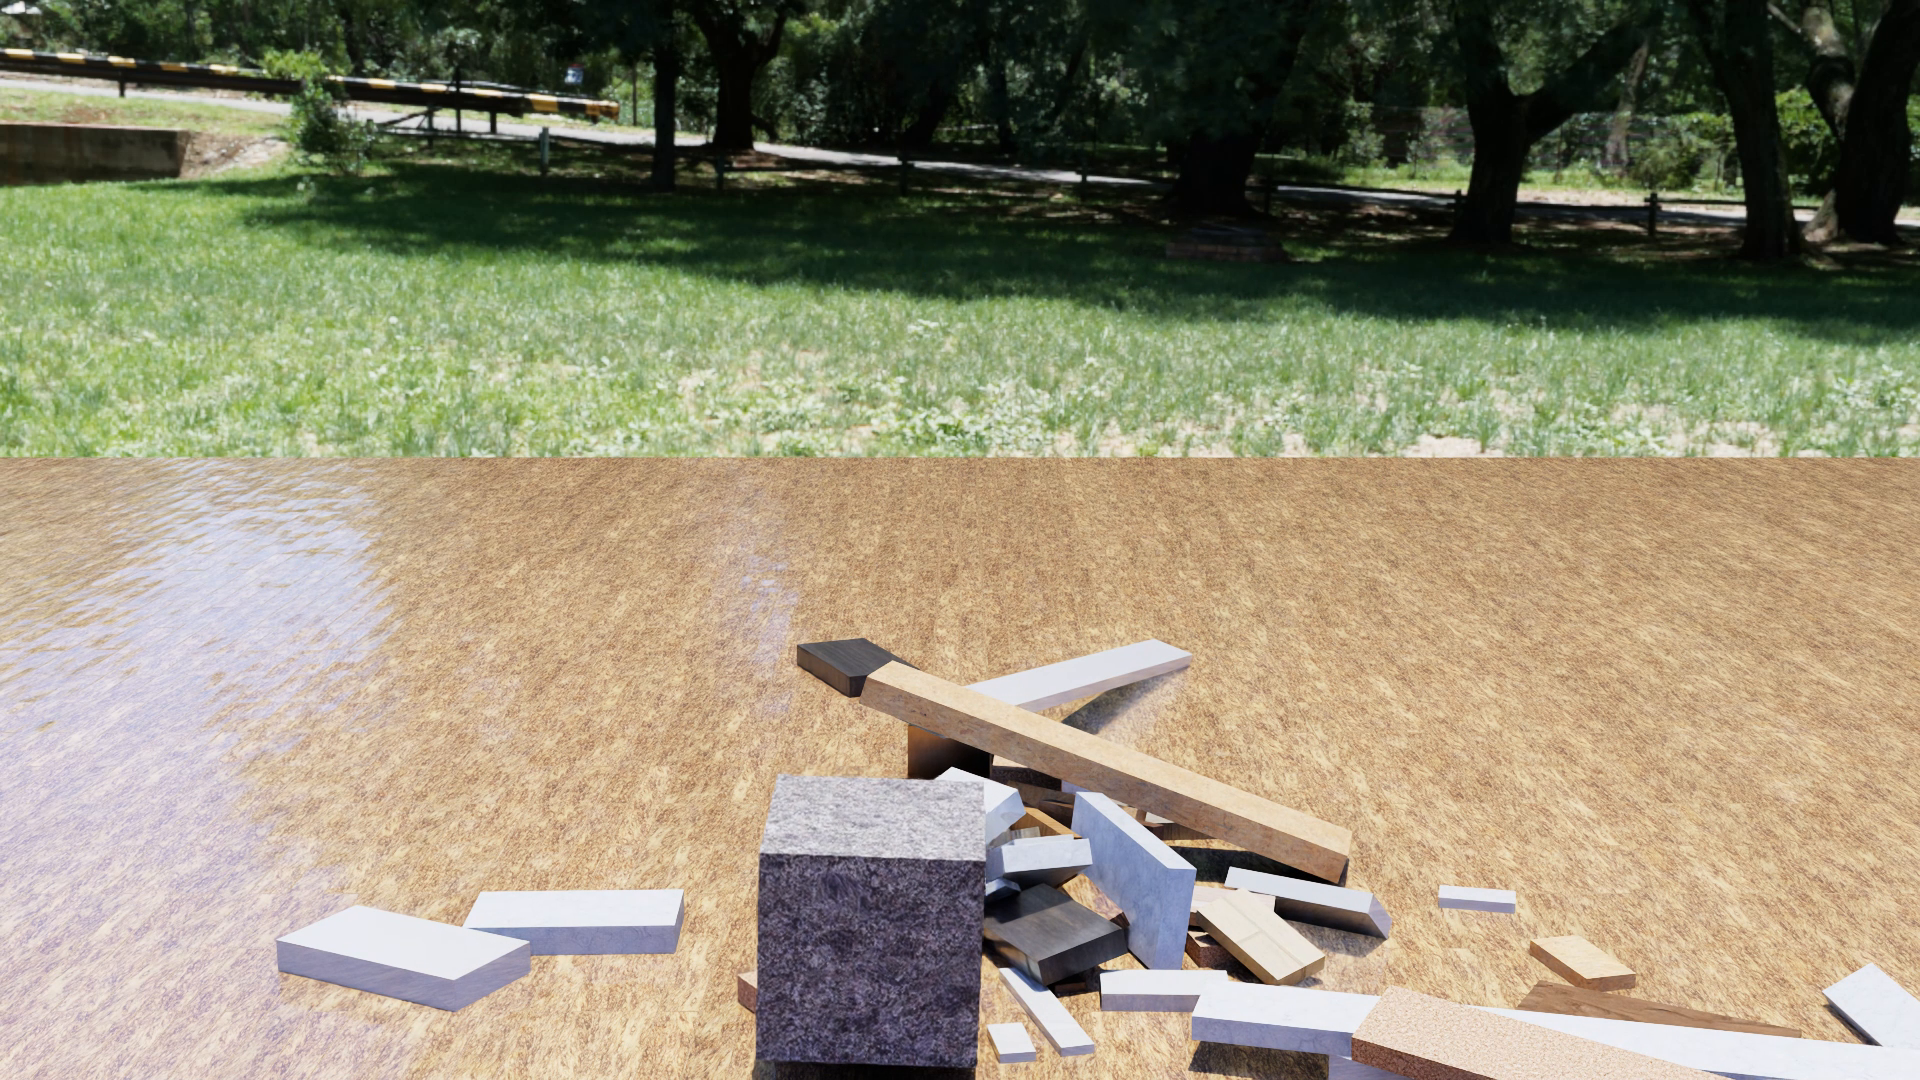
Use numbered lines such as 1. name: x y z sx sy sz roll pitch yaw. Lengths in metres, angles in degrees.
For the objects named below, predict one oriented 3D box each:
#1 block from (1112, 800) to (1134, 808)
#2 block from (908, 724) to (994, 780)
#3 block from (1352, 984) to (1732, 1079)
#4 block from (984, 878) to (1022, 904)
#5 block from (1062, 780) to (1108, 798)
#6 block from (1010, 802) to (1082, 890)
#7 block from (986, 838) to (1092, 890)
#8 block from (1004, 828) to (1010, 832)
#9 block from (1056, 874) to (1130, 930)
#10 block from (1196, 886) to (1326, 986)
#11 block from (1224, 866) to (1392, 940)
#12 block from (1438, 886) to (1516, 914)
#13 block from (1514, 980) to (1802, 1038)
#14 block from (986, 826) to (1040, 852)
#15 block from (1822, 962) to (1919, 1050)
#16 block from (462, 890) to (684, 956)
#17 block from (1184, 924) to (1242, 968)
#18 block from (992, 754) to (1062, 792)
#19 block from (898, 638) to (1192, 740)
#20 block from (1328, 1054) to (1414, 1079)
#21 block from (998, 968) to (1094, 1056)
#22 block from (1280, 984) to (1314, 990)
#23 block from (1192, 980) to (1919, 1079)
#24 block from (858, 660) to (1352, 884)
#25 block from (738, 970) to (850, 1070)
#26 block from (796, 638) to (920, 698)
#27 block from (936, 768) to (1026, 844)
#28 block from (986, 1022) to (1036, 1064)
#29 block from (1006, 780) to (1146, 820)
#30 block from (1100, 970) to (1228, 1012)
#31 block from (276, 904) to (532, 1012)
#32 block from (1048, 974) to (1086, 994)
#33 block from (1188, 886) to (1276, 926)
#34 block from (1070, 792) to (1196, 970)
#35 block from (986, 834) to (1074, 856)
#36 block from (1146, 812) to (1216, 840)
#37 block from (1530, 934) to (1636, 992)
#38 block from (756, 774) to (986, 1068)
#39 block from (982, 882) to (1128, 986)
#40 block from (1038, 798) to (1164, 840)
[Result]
1. block: 0.259 0.499 3.969 0.122 0.017 0.061 -26 12 -10
2. block: -0.009 0.413 4.197 0.156 0.156 0.156 2 11 9
3. block: 1.008 0.721 2.609 1.109 0.037 0.130 10 27 31
4. block: 0.058 0.555 3.465 0.052 0.015 0.104 -28 -20 8
5. block: 0.276 0.457 4.303 0.103 0.029 0.206 5 12 25
6. block: 0.137 0.524 3.723 0.030 0.107 0.214 4 8 -25
7. block: 0.101 0.531 3.527 0.142 0.040 0.283 -3 -17 -16
8. block: 0.003 0.510 3.846 0.090 0.026 0.181 -5 -9 -30
9. block: 0.191 0.592 3.478 0.094 0.027 0.187 -30 17 -9
10. block: 0.453 0.603 3.325 0.094 0.027 0.187 -20 37 -29
11. block: 0.551 0.575 3.483 0.241 0.033 0.116 6 -26 31
12. block: 0.850 0.591 3.617 0.122 0.017 0.061 3 11 14
13. block: 0.943 0.688 3.002 0.358 0.051 0.179 6 12 30
14. block: 0.042 0.520 3.761 0.107 0.030 0.214 -5 -9 -26
15. block: 1.302 0.672 3.057 0.082 0.023 0.291 -32 10 3
16. block: -0.606 0.603 3.472 0.326 0.046 0.163 0 11 -2
17. block: 0.399 0.611 3.466 0.118 0.033 0.236 -2 11 -12
18. block: 0.124 0.463 4.014 0.125 0.125 0.125 1 11 3
19. block: 0.219 0.295 4.579 0.103 0.029 1.460 22 10 21
20. block: 0.660 0.712 2.891 0.310 0.044 0.155 9 14 39
21. block: 0.122 0.676 3.168 0.048 0.014 0.301 -3 11 -15
22. block: 0.477 0.673 3.181 0.054 0.015 0.107 4 11 21
23. block: 1.053 0.679 2.819 1.506 0.035 0.123 3 13 16
24. block: 0.254 0.397 3.834 0.872 0.051 0.179 20 10 10
25. block: -0.189 0.669 3.132 0.142 0.040 0.284 -7 12 -32
26. block: -0.240 0.295 5.123 0.172 0.049 0.347 -5 11 -24
27. block: -0.074 0.507 3.631 0.345 0.049 0.172 -34 28 -31
28. block: 0.071 0.698 3.051 0.050 0.014 0.101 -2 11 -9
29. block: 0.188 0.501 3.815 0.274 0.118 0.033 8 -9 37
30. block: 0.300 0.660 3.220 0.187 0.027 0.094 0 11 2
31. block: -0.841 0.629 3.325 0.345 0.049 0.172 5 12 27
32. block: 0.149 0.653 3.292 0.048 0.014 0.096 -3 11 -16
33. block: 0.406 0.575 3.431 0.165 0.023 0.082 6 22 9
34. block: 0.264 0.537 3.496 0.046 0.163 0.405 5 9 -18
35. block: 0.094 0.528 3.643 0.107 0.030 0.214 -1 -18 -26
36. block: 0.390 0.512 4.001 0.231 0.033 0.116 -1 11 -5
37. block: 0.941 0.641 3.329 0.082 0.023 0.165 -3 11 -15
38. block: -0.118 0.517 3.022 0.294 0.294 0.294 2 14 0
39. block: 0.128 0.600 3.364 0.142 0.040 0.283 -18 12 -20
40. block: 0.232 0.519 3.718 0.236 0.118 0.033 8 5 38
